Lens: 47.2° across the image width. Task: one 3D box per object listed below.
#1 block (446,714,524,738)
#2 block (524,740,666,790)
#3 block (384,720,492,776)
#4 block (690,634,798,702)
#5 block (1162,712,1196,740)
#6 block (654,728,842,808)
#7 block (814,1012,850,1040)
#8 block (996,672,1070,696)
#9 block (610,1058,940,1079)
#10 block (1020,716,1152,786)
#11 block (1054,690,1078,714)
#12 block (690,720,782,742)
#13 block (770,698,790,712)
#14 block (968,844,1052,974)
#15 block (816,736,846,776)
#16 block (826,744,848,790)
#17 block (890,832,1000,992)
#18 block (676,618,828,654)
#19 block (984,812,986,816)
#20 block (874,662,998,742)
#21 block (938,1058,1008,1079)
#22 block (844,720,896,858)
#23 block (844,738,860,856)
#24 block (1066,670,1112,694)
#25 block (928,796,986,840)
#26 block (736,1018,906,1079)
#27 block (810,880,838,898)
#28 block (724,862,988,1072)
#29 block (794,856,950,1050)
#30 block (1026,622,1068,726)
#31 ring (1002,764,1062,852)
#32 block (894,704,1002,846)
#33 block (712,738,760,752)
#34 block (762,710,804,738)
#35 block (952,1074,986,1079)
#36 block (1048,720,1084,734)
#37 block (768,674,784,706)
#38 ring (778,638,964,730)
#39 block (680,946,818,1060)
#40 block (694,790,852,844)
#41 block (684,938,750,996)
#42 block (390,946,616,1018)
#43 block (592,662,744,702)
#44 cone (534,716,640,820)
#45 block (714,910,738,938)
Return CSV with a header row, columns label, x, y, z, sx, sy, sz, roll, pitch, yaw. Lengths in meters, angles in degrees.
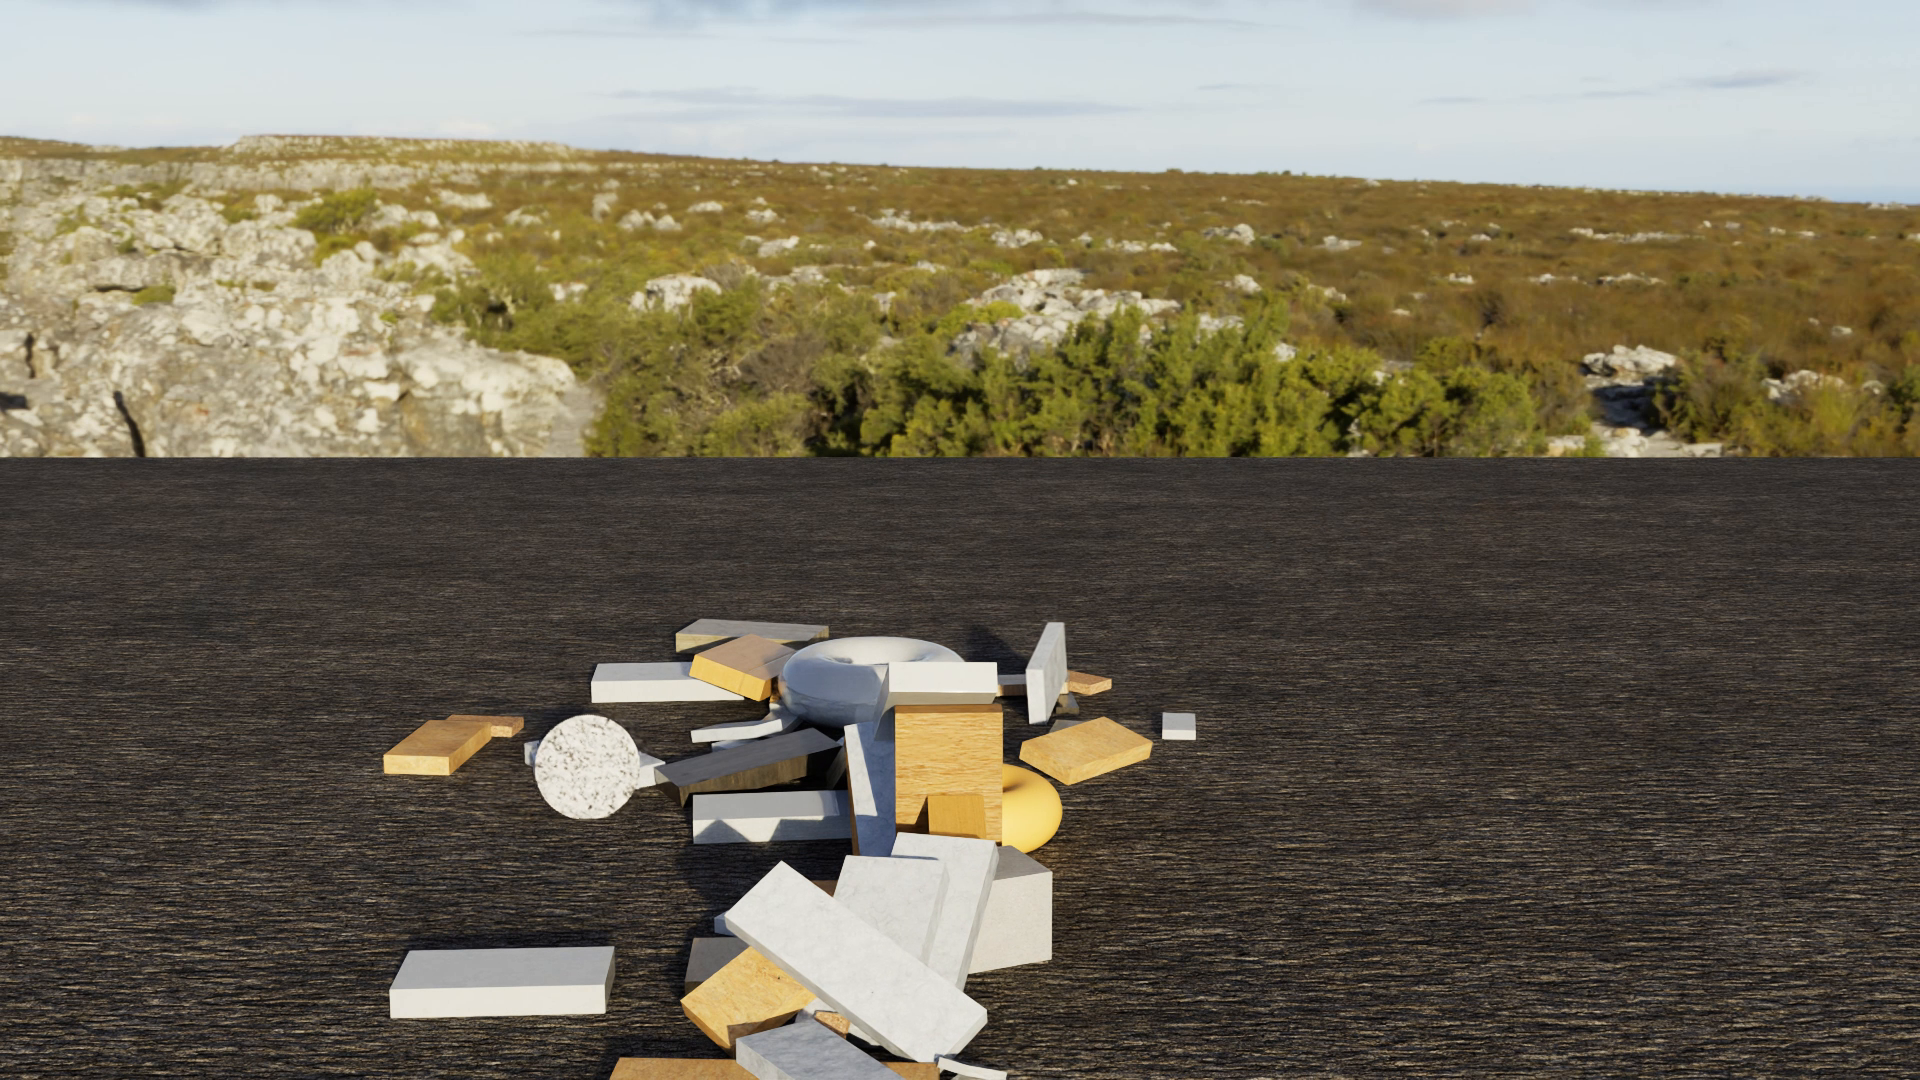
label,x,y,z,sx,sy,sz,roll,pitch,yaw
block,-1.014,0.394,4.664,0.157,0.022,0.079,1,11,7
block,-0.725,0.441,4.358,0.147,0.042,0.294,-9,14,-39
block,-1.061,0.421,4.476,0.132,0.037,0.265,1,11,6
block,-0.463,0.284,4.959,0.168,0.048,0.376,19,9,11
block,0.464,0.395,4.666,0.069,0.020,0.138,1,11,5
block,-0.408,0.439,4.259,0.334,0.042,0.147,-12,15,-24
block,-0.183,0.686,2.996,0.047,0.013,0.094,2,40,13
block,0.101,0.328,4.965,0.291,0.025,0.088,-3,11,5
block,-0.243,0.721,2.858,0.427,0.037,0.132,0,11,2
block,0.253,0.420,4.402,0.129,0.037,0.258,26,25,37
block,0.229,0.359,4.871,0.050,0.014,0.142,-1,11,-5
block,-0.462,0.394,4.546,0.172,0.024,0.086,-7,1,34
block,-0.343,0.359,4.852,0.079,0.022,0.158,6,12,29
block,0.047,0.568,3.398,0.141,0.141,0.141,-5,12,-25
block,-0.187,0.429,4.438,0.129,0.037,0.258,3,11,16
block,-0.152,0.417,4.086,0.153,0.043,0.307,-4,-17,-12
block,-0.052,0.568,3.222,0.153,0.043,0.305,3,45,16
block,-0.509,0.244,5.404,0.337,0.048,0.168,3,11,14
block,-0.004,0.525,3.532,0.089,0.177,0.025,0,11,-2
block,-0.045,0.270,3.629,0.171,0.048,0.342,1,-18,-6
block,0.017,0.703,2.918,0.047,0.013,0.094,6,-13,37
block,-0.094,0.440,3.736,0.171,0.048,0.342,-11,42,0
block,-0.112,0.455,3.792,0.153,0.043,0.307,-9,42,1
block,0.260,0.324,5.041,0.157,0.022,0.079,9,14,40
block,-0.004,0.456,3.438,0.089,0.025,0.177,0,24,-2
block,-0.182,0.687,2.848,0.118,0.033,0.236,-7,13,-33
block,-0.216,0.592,3.422,0.132,0.037,0.265,-1,11,-4
block,-0.147,0.592,3.041,0.382,0.033,0.118,31,56,27
block,-0.122,0.586,3.145,0.153,0.043,0.305,1,42,14
block,0.190,0.290,4.805,0.037,0.129,0.258,0,21,13
ring,0.014,0.482,3.946,0.340,0.113,0.340,1,10,0
block,-0.018,0.438,3.551,0.171,0.342,0.048,0,12,-2
block,-0.416,0.433,4.448,0.086,0.024,0.172,-9,14,-41
block,-0.386,0.392,4.683,0.069,0.020,0.138,2,11,12
block,0.030,0.726,2.899,0.094,0.013,0.047,6,12,29
block,0.230,0.410,4.567,0.088,0.025,0.176,2,11,11
block,-0.386,0.324,4.905,0.020,0.069,0.138,19,15,11
ring,-0.182,0.308,4.735,0.419,0.140,0.419,0,10,0
block,-0.261,0.616,3.083,0.236,0.033,0.118,-35,46,-26
block,-0.332,0.504,4.014,0.307,0.043,0.153,-1,11,-7
block,-0.363,0.643,3.314,0.089,0.025,0.177,0,11,-2
block,-0.668,0.649,3.233,0.305,0.043,0.153,-1,11,-3
block,-0.658,0.321,4.988,0.337,0.048,0.168,-1,11,-4
cone,-0.716,0.430,4.165,0.193,0.193,0.193,-3,-5,-16
block,-0.264,0.615,3.470,0.240,0.024,0.086,6,12,28
